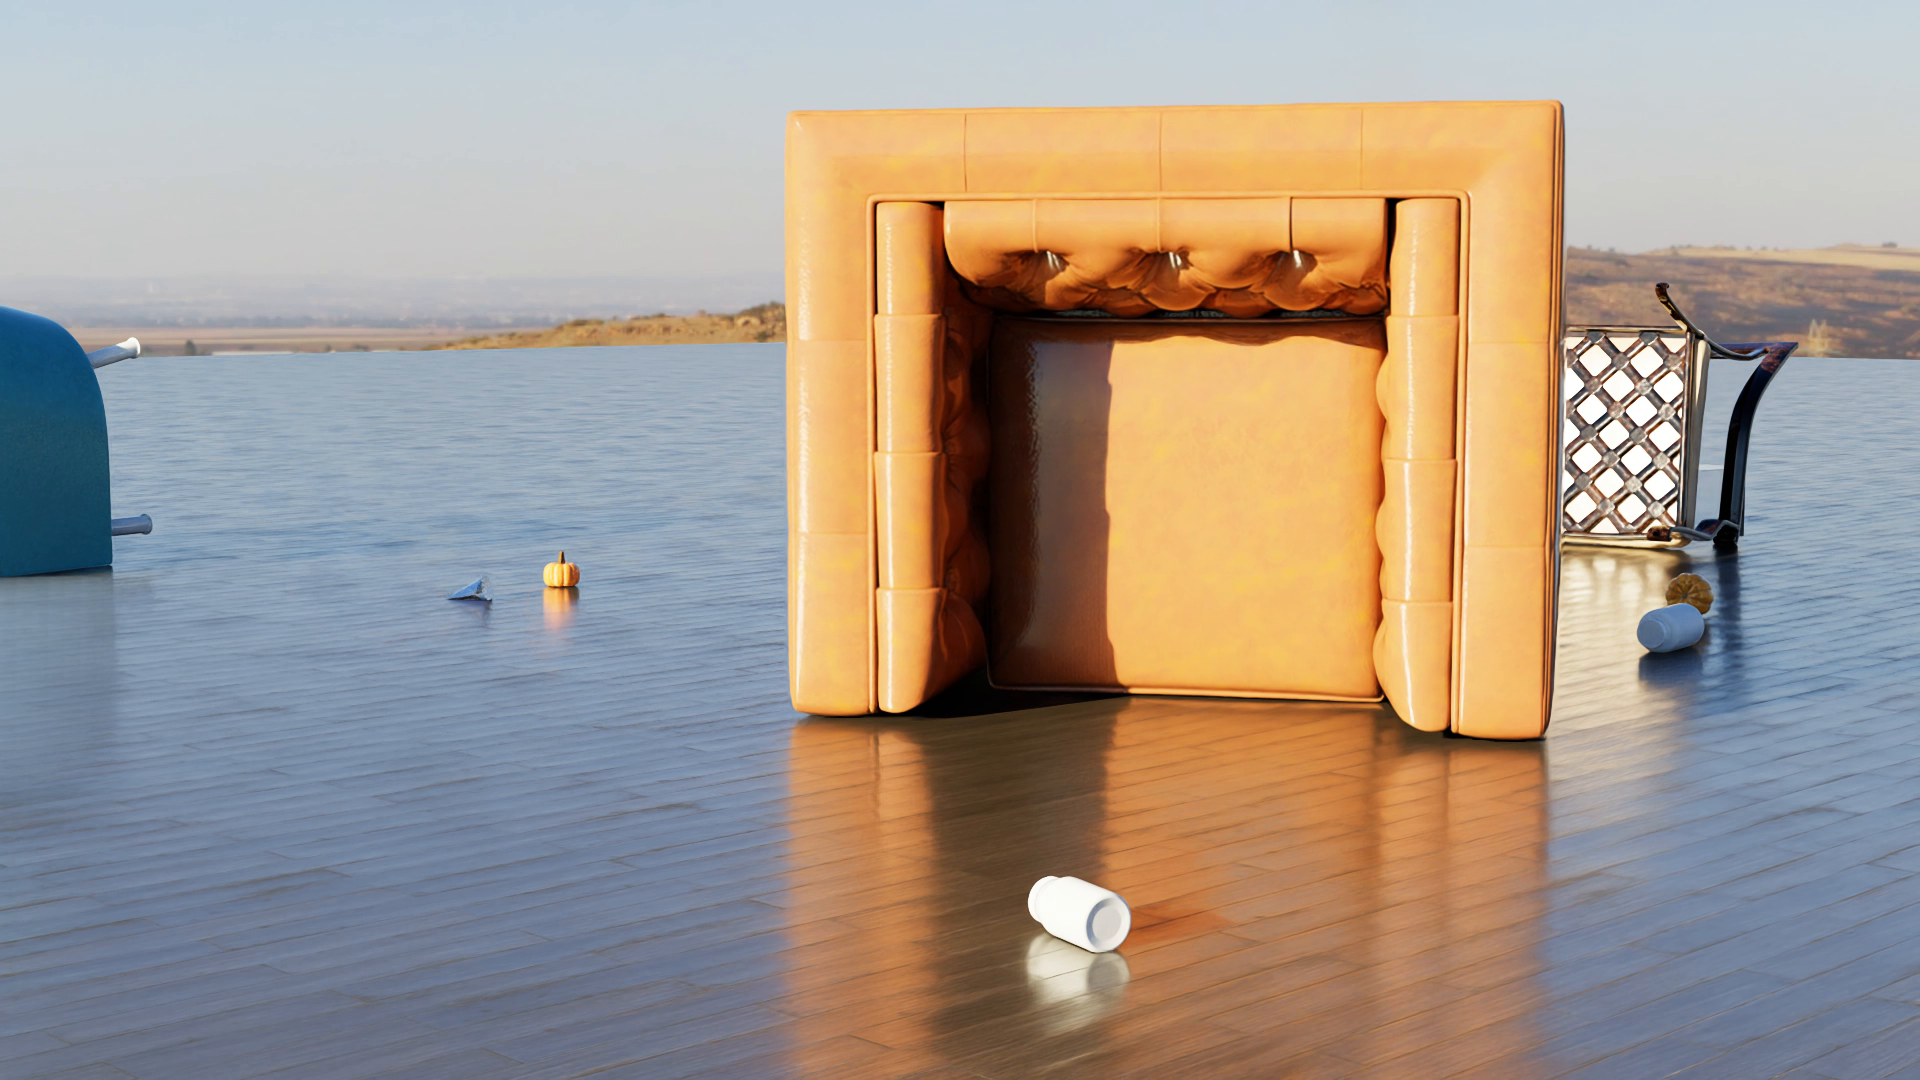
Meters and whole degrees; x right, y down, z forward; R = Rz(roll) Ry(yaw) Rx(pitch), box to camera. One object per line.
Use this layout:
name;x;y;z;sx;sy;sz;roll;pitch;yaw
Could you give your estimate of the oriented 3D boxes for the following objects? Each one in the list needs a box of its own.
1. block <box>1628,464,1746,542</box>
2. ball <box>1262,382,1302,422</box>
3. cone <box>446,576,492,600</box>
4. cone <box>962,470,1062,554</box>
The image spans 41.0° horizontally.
block;1.839;-0.096;6.493;0.262;0.174;0.136;-3;7;-27
ball;1.459;-0.624;11.616;0.176;0.176;0.176;0;6;0
cone;-1.008;0.109;5.238;0.087;0.050;0.128;-16;7;-1
cone;0.170;-0.024;6.162;0.228;0.213;0.255;28;2;-38
